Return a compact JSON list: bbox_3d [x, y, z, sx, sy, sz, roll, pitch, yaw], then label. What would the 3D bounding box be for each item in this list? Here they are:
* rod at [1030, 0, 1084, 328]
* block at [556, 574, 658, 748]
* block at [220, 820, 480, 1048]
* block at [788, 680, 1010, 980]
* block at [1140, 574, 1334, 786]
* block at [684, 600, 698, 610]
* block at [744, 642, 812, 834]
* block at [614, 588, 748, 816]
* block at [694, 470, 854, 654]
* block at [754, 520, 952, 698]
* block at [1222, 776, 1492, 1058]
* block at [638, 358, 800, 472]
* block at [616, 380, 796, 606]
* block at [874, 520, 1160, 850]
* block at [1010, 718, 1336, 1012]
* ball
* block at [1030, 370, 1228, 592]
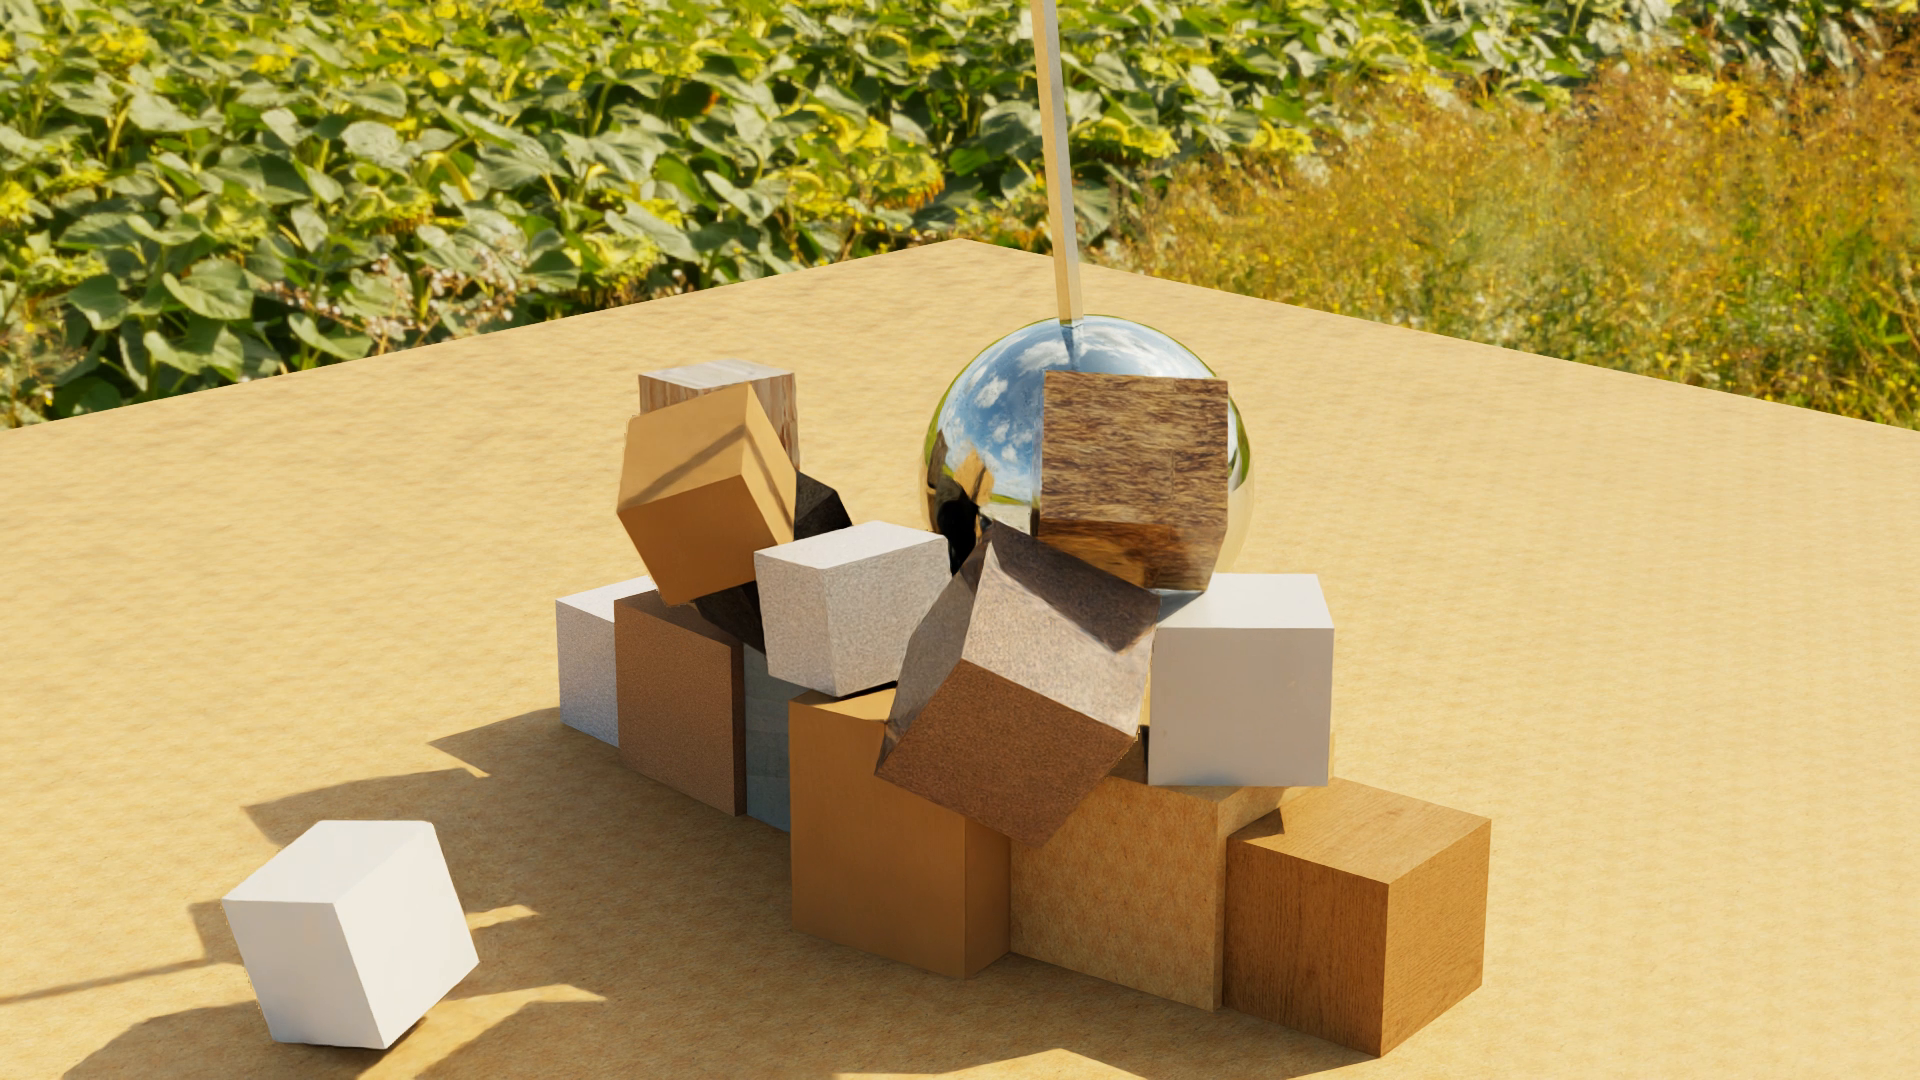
[{"bbox_3d":[0.259,-3.378,12.551,0.080,5.200,0.080,17,32,42],"label":"rod"},{"bbox_3d":[-1.594,0.629,15.216,0.719,0.676,0.676,-16,23,-41],"label":"block"},{"bbox_3d":[-2.460,1.586,11.872,0.595,0.663,0.644,-2,23,30],"label":"block"},{"bbox_3d":[-0.075,1.151,12.892,0.914,1.073,1.010,11,21,32],"label":"block"},{"bbox_3d":[1.143,0.576,12.252,0.736,0.688,0.702,0,17,1],"label":"block"},{"bbox_3d":[-1.065,0.026,14.446,0.564,0.552,0.636,-12,21,-33],"label":"block"},{"bbox_3d":[-0.429,0.864,13.989,0.870,0.963,0.814,-16,23,-41],"label":"block"},{"bbox_3d":[-1.017,0.710,14.639,1.037,0.868,0.934,-15,23,-40],"label":"block"},{"bbox_3d":[-0.897,0.071,13.698,0.623,0.576,0.689,-39,37,-20],"label":"block"},{"bbox_3d":[-0.452,0.292,12.880,0.648,0.566,0.566,-15,16,-32],"label":"block"},{"bbox_3d":[1.644,1.545,12.163,0.760,0.760,0.834,13,22,36],"label":"block"},{"bbox_3d":[-1.186,-0.555,14.446,0.554,0.543,0.567,-12,18,-34],"label":"block"},{"bbox_3d":[-1.130,-0.211,13.204,0.594,0.564,0.708,-17,36,12],"label":"block"},{"bbox_3d":[0.234,0.588,11.831,0.758,0.833,0.777,25,44,-11],"label":"block"},{"bbox_3d":[0.917,1.299,12.657,1.012,0.933,0.996,12,21,33],"label":"block"},{"bbox_3d":[0.597,-0.269,13.883,1.600,1.600,1.600,0,17,0],"label":"ball"},{"bbox_3d":[0.686,-0.236,12.054,0.744,0.652,0.679,3,-23,-2],"label":"block"}]
